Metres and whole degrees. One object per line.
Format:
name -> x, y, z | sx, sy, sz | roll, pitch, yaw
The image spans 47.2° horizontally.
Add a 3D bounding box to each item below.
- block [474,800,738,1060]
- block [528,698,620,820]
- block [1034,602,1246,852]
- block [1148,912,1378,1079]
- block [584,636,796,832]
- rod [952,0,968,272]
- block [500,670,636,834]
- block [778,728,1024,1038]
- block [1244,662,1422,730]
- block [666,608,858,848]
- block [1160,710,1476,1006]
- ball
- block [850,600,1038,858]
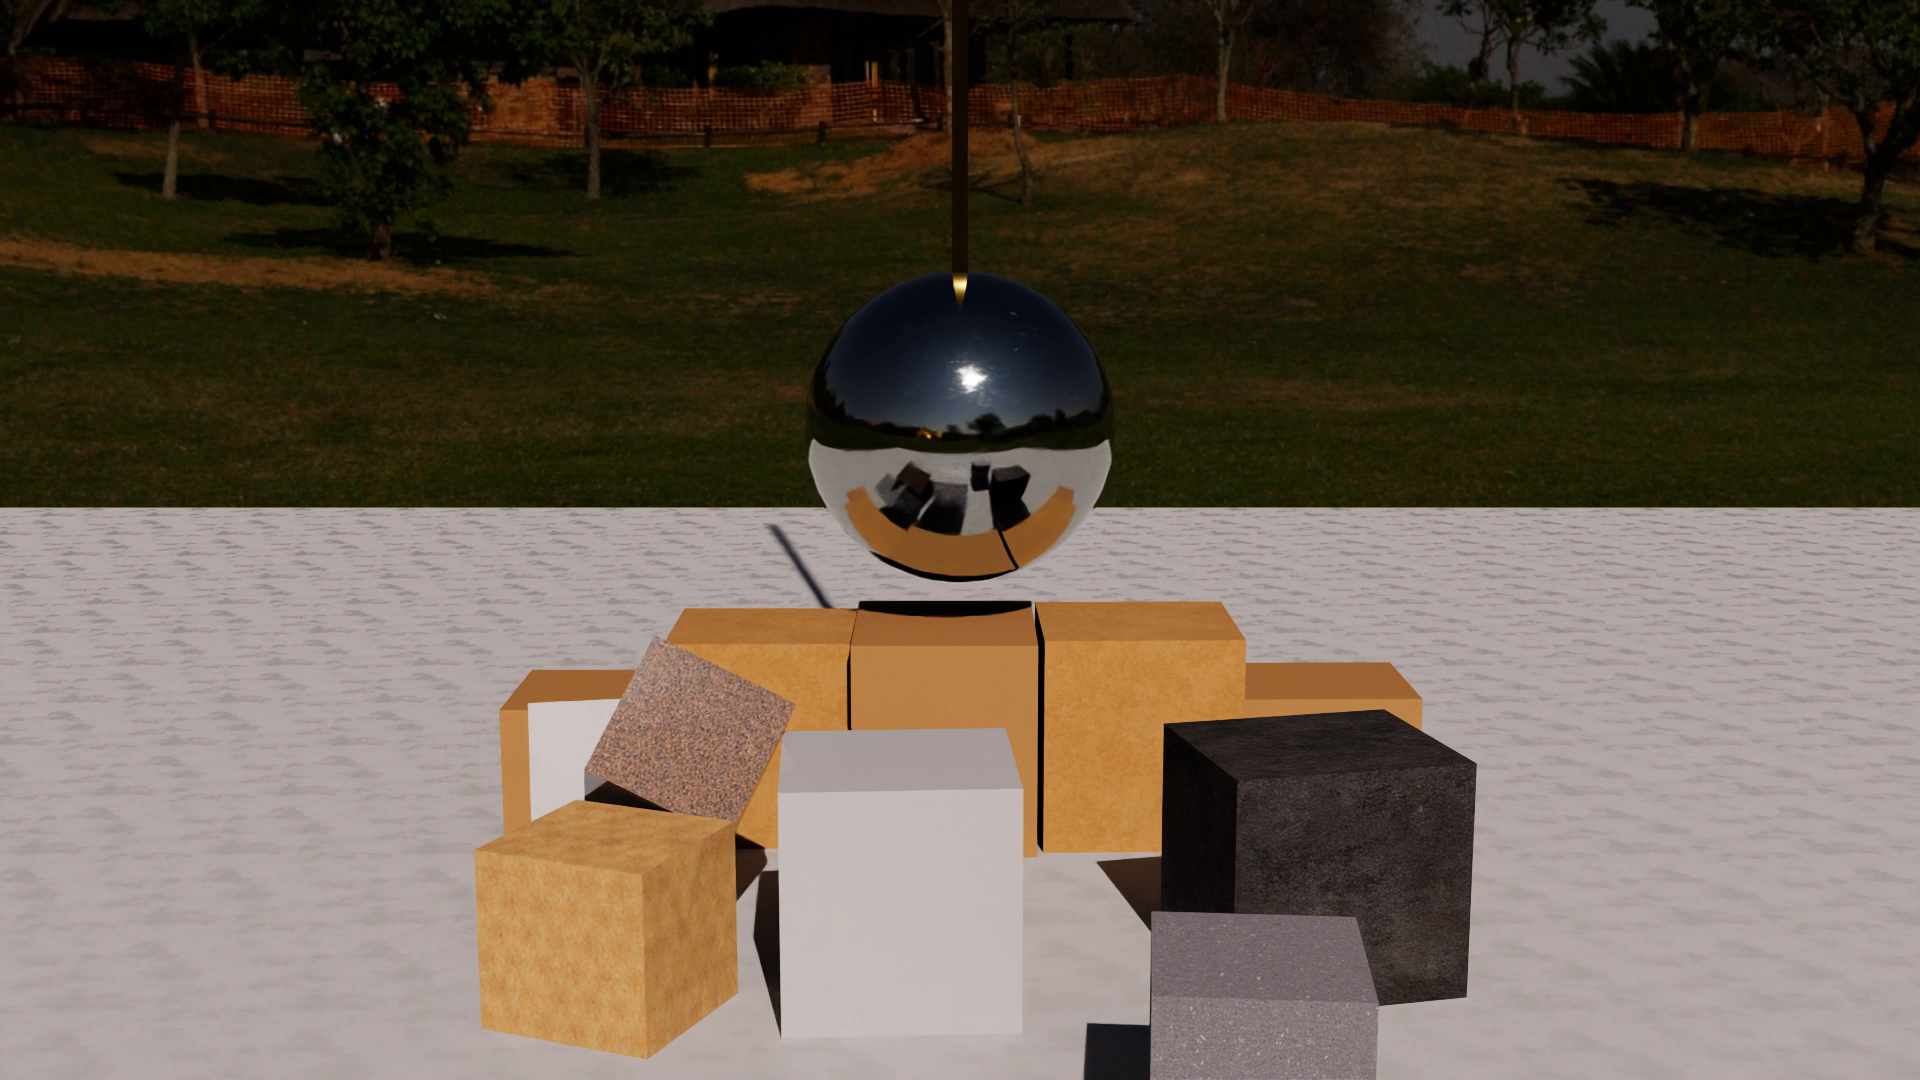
block -> -1.420, 1.556, 8.918 | 0.765, 0.748, 0.731 | 4, 11, 23
block -> -1.542, 1.191, 10.135 | 0.845, 0.795, 0.739 | -2, -14, -10
block -> 0.902, 0.944, 11.344 | 0.990, 1.083, 0.925 | 0, 10, -1
block -> 1.008, 1.791, 7.495 | 0.721, 0.795, 0.792 | 1, 10, 5
block -> -1.180, 0.915, 9.541 | 0.668, 0.643, 0.626 | 26, -19, -1
rod -> 0.000, -3.901, 10.564 | 0.080, 5.200, 0.080 | 0, 12, 0
block -> -1.878, 1.122, 11.373 | 0.808, 0.723, 0.847 | 0, 10, 0
block -> -0.256, 1.392, 9.085 | 0.956, 1.010, 0.907 | -1, 10, -3
block -> 1.849, 1.099, 11.375 | 0.890, 0.768, 0.782 | 0, 10, -1
block -> -1.004, 0.956, 11.365 | 0.921, 1.053, 0.848 | 0, 10, 0
block -> 1.494, 1.348, 9.341 | 1.035, 1.006, 0.894 | -3, 11, -14
ball -> 0.000, -0.579, 11.289 | 1.600, 1.600, 1.600 | 0, 10, 0
block -> -0.078, 0.950, 11.335 | 0.915, 1.076, 1.070 | 0, 10, 0
